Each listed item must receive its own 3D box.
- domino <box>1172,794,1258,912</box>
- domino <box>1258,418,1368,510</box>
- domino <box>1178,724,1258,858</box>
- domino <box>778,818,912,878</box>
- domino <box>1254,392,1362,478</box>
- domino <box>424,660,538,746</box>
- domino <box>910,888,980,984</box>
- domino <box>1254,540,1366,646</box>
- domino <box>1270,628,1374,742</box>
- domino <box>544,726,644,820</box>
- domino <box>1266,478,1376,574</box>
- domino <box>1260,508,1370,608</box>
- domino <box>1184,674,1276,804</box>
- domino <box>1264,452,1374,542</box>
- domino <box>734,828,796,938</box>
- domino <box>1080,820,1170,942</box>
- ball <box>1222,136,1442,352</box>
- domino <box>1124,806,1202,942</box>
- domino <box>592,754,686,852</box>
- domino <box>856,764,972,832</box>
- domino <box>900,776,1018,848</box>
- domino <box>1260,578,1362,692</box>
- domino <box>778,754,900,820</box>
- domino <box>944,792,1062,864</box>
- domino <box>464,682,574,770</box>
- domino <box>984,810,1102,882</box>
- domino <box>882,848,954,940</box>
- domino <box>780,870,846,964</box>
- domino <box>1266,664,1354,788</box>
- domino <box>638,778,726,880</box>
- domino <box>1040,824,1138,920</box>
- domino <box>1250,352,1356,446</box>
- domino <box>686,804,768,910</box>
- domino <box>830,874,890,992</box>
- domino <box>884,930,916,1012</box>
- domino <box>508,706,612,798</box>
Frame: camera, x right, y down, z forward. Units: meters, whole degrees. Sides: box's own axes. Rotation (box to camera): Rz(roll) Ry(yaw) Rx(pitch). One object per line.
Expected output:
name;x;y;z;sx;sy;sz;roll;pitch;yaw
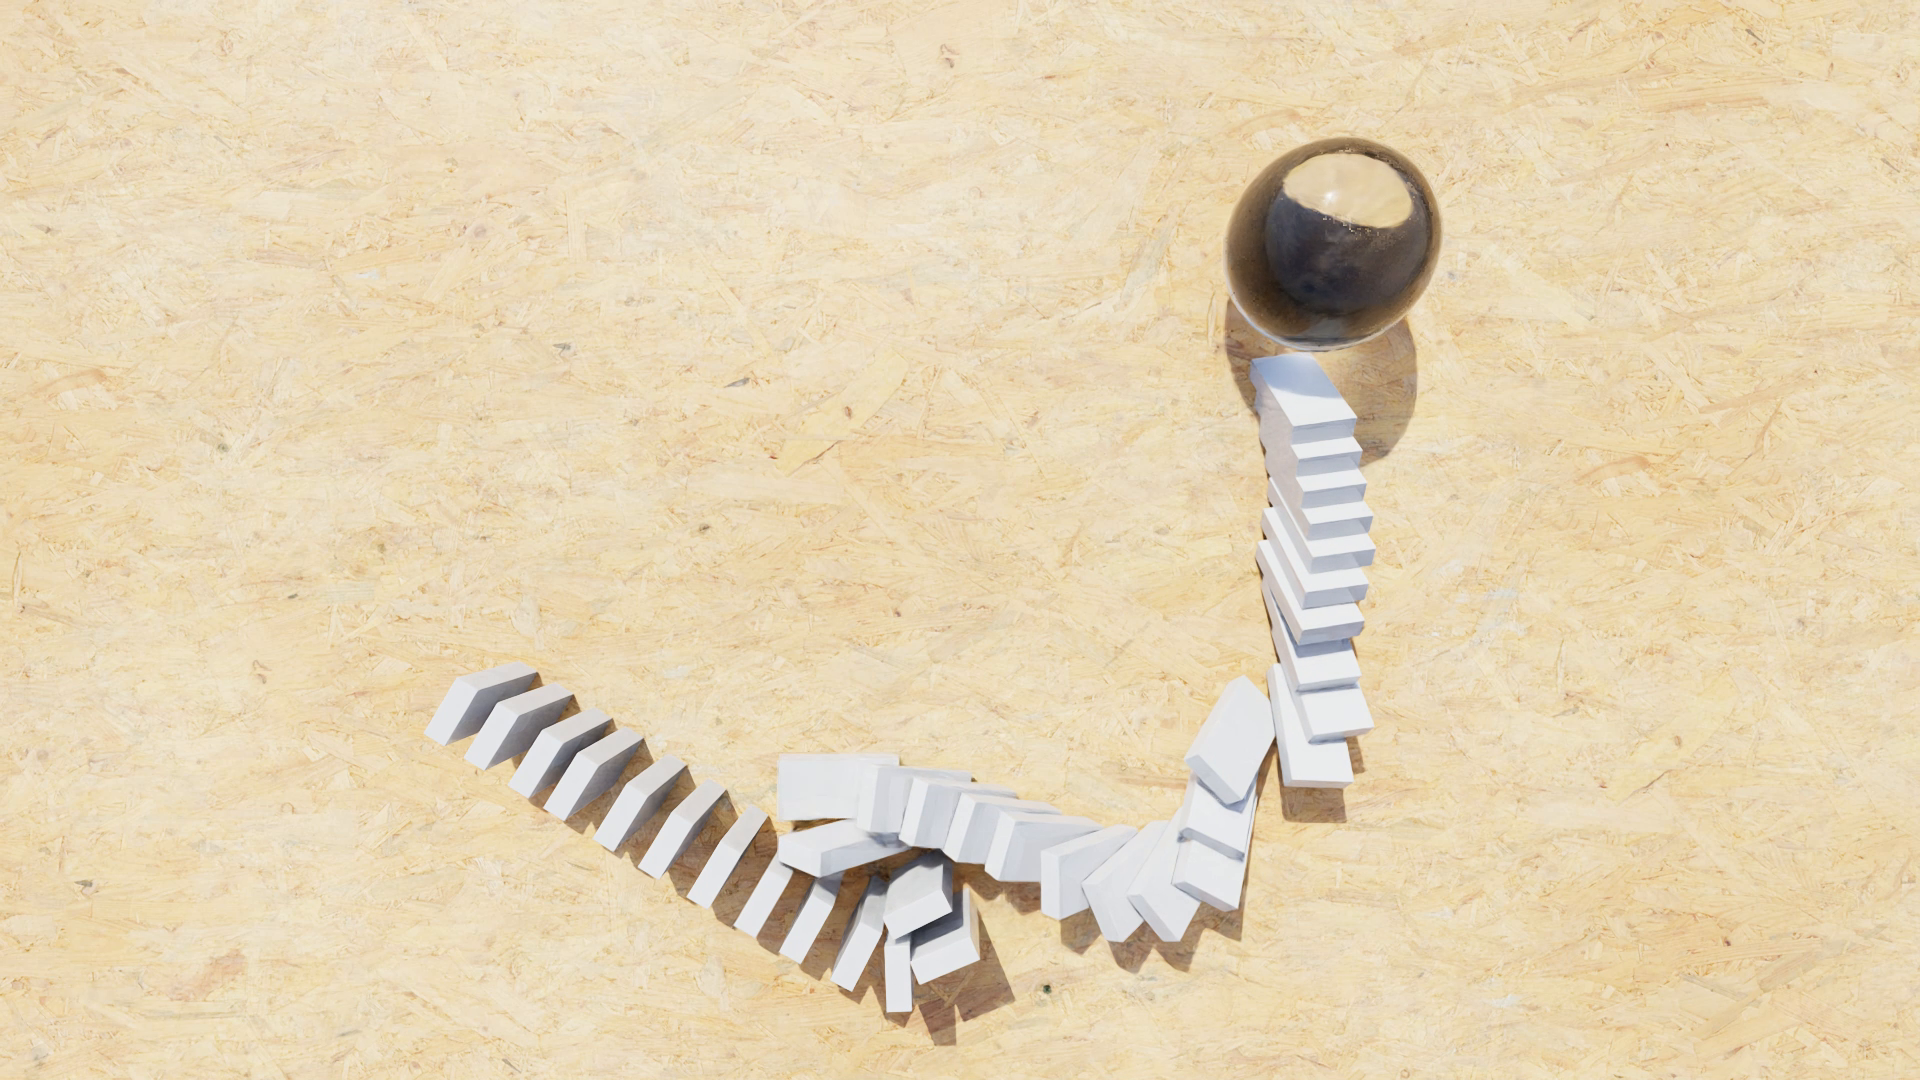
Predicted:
domino;0.106;0.124;0.381;0.025;0.010;0.050;29;55;-5
domino;0.144;-0.034;0.378;0.025;0.050;0.009;-8;132;0
domino;0.109;0.103;0.382;0.025;0.010;0.050;25;55;0
domino;-0.046;0.123;0.373;0.025;0.050;0.009;2;89;41
domino;0.143;-0.047;0.378;0.025;0.050;0.010;-8;132;0
domino;-0.195;0.066;0.375;0.009;0.050;0.025;31;90;0
domino;-0.006;0.161;0.375;0.025;0.050;0.009;-23;90;0
domino;0.143;0.019;0.379;0.025;0.050;0.010;-9;135;-1
domino;0.151;0.057;0.383;0.025;0.009;0.050;-7;60;-2
domino;-0.149;0.094;0.375;0.010;0.050;0.025;32;90;0
domino;0.148;-0.008;0.378;0.025;0.050;0.010;-8;132;0
domino;0.145;0.005;0.378;0.025;0.050;0.010;-8;133;0
domino;0.114;0.082;0.380;0.025;0.010;0.050;46;51;0
domino;0.147;-0.021;0.378;0.025;0.050;0.009;-8;133;0
domino;-0.076;0.139;0.375;0.009;0.050;0.025;31;90;0
domino;0.074;0.140;0.380;0.050;0.010;0.025;-24;91;-40
ball;0.144;-0.115;0.360;0.080;0.080;0.080;0;90;0
domino;0.091;0.137;0.380;0.025;0.010;0.050;51;52;-4
domino;-0.130;0.106;0.375;0.009;0.050;0.025;32;90;0
domino;-0.018;0.107;0.379;0.050;0.009;0.025;15;78;-39
domino;0.000;0.114;0.380;0.050;0.010;0.025;18;84;-39
domino;0.146;0.037;0.383;0.025;0.009;0.050;-8;60;0
domino;-0.052;0.105;0.391;0.050;0.010;0.025;1;90;-9
domino;0.019;0.121;0.381;0.050;0.010;0.025;19;88;-37
domino;-0.179;0.075;0.375;0.010;0.050;0.025;32;90;0
domino;0.036;0.128;0.382;0.050;0.009;0.025;16;90;-35
domino;-0.016;0.143;0.375;0.025;0.050;0.010;-26;90;0
domino;-0.059;0.149;0.375;0.010;0.050;0.025;30;90;0
domino;0.146;0.077;0.383;0.025;0.010;0.050;2;59;-1
domino;-0.112;0.117;0.375;0.009;0.050;0.025;32;90;0
domino;0.054;0.136;0.380;0.050;0.009;0.025;-1;90;-41
domino;0.140;-0.059;0.378;0.025;0.050;0.009;-8;132;0
domino;-0.094;0.128;0.375;0.010;0.050;0.025;31;90;0
domino;-0.040;0.159;0.375;0.009;0.050;0.025;27;90;0
domino;-0.024;0.168;0.375;0.009;0.050;0.025;-2;90;0
domino;-0.162;0.086;0.375;0.010;0.050;0.025;32;90;0
